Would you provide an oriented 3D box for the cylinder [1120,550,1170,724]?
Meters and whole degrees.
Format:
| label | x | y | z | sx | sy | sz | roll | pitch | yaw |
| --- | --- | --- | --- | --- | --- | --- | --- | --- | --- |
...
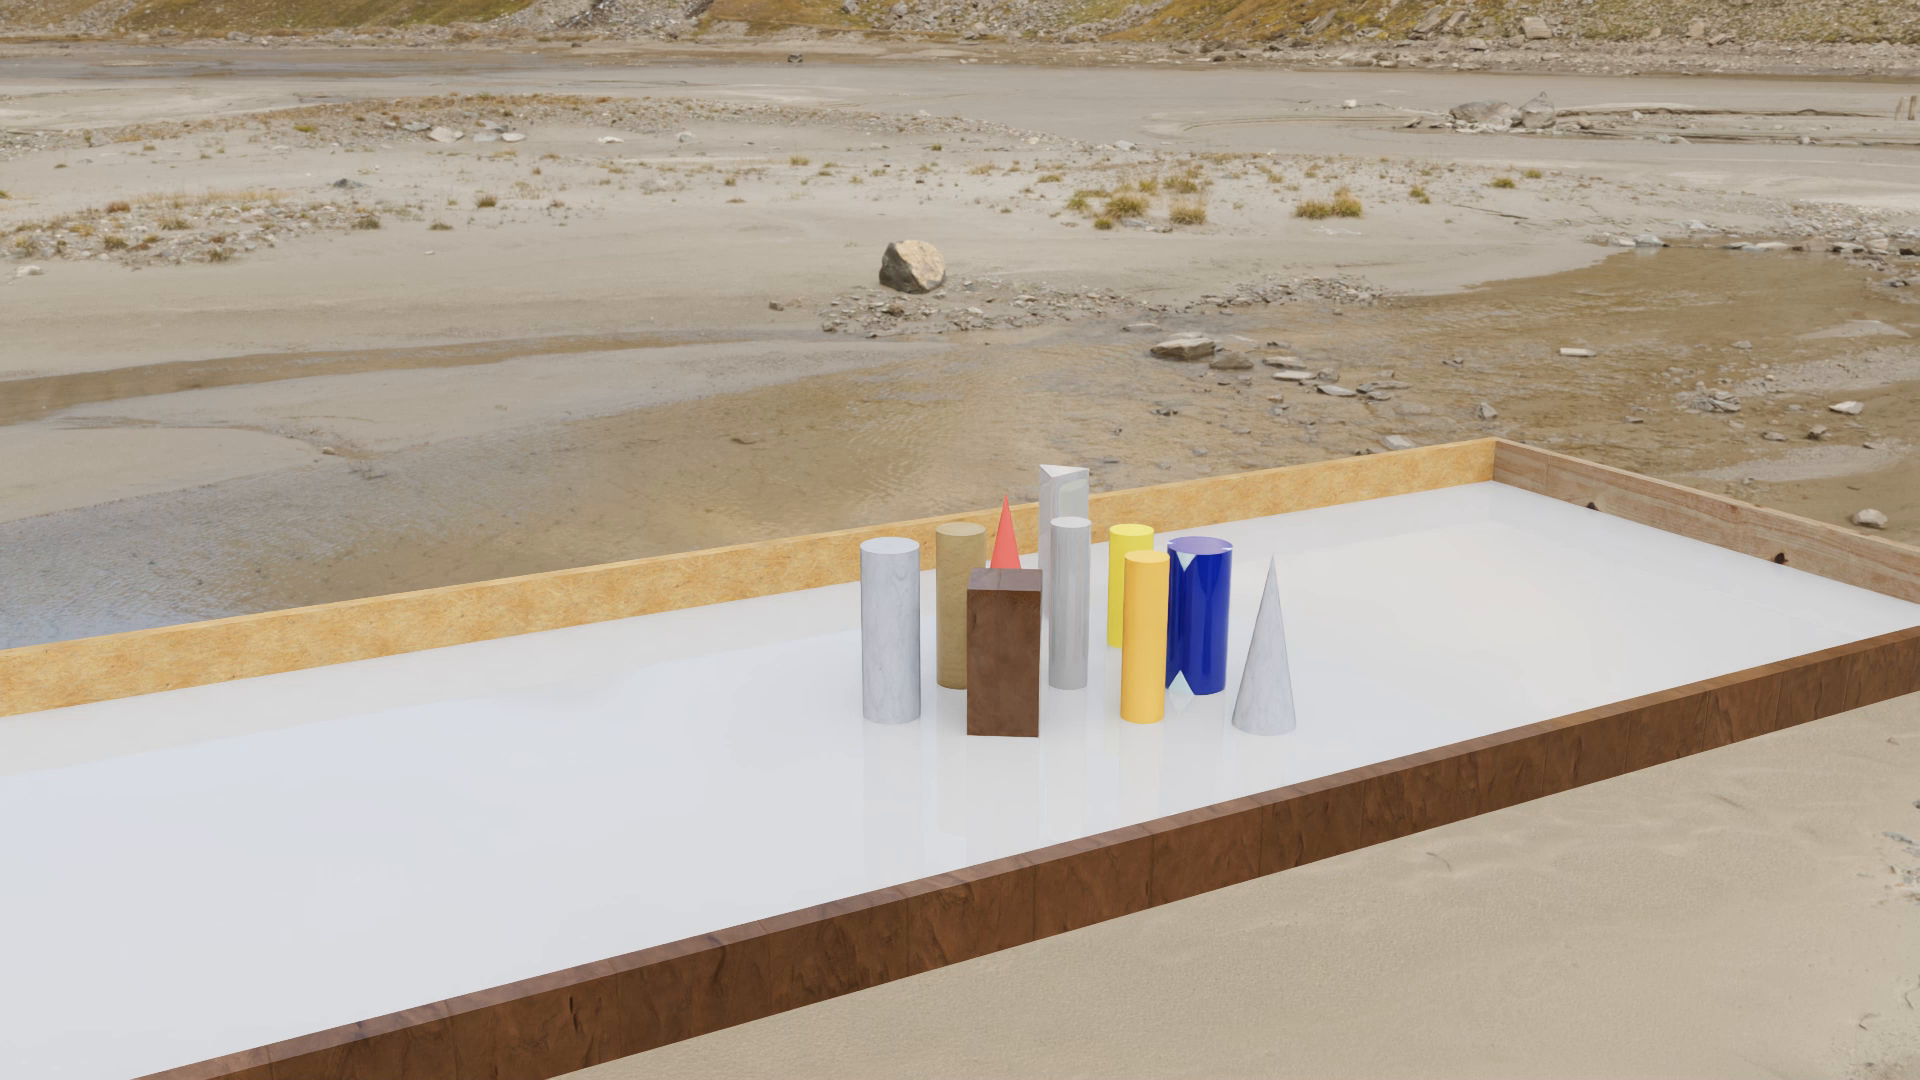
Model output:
| label | x | y | z | sx | sy | sz | roll | pitch | yaw |
| --- | --- | --- | --- | --- | --- | --- | --- | --- | --- |
| cylinder | 0.434 | 0.228 | 3.875 | 0.104 | 0.397 | 0.104 | 0 | 16 | 0 |

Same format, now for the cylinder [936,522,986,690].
| label | x | y | z | sx | sy | sz | roll | pitch | yaw |
| --- | --- | --- | --- | --- | --- | --- | --- | --- | --- |
| cylinder | 0.002 | 0.163 | 4.094 | 0.123 | 0.397 | 0.123 | 0 | 16 | 0 |

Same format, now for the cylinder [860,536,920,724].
| label | x | y | z | sx | sy | sz | roll | pitch | yaw |
| --- | --- | --- | --- | --- | --- | --- | --- | --- | --- |
| cylinder | -0.163 | 0.213 | 3.884 | 0.138 | 0.420 | 0.138 | 0 | 16 | 0 |

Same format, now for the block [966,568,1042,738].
| label | x | y | z | sx | sy | sz | roll | pitch | yaw |
| --- | --- | --- | --- | --- | --- | --- | --- | --- | --- |
| block | 0.105 | 0.260 | 3.839 | 0.165 | 0.355 | 0.165 | 1 | 16 | 4 |

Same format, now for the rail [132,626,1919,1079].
| label | x | y | z | sx | sy | sz | roll | pitch | yaw |
| --- | --- | --- | --- | --- | --- | --- | --- | --- | --- |
| rail | -2.336 | 1.006 | 1.665 | 12.000 | 0.150 | 0.050 | -9 | 18 | -27 |

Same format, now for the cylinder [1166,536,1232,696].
| label | x | y | z | sx | sy | sz | roll | pitch | yaw |
| --- | --- | --- | --- | --- | --- | --- | --- | --- | --- |
| cylinder | 0.586 | 0.186 | 4.081 | 0.160 | 0.361 | 0.160 | 0 | 16 | 0 |

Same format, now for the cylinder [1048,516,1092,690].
| label | x | y | z | sx | sy | sz | roll | pitch | yaw |
| --- | --- | --- | --- | --- | --- | --- | --- | --- | --- |
| cylinder | 0.271 | 0.157 | 4.078 | 0.100 | 0.418 | 0.100 | 0 | 16 | 0 |

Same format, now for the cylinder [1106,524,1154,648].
| label | x | y | z | sx | sy | sz | roll | pitch | yaw |
| --- | --- | --- | --- | --- | --- | --- | --- | --- | --- |
| cylinder | 0.452 | 0.123 | 4.381 | 0.116 | 0.313 | 0.116 | 0 | 16 | 0 |

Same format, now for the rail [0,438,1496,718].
| label | x | y | z | sx | sy | sz | roll | pitch | yaw |
| --- | --- | --- | --- | --- | --- | --- | --- | --- | --- |
| rail | -3.305 | 0.497 | 3.399 | 12.000 | 0.150 | 0.050 | -9 | 18 | -27 |

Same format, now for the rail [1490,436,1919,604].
| label | x | y | z | sx | sy | sz | roll | pitch | yaw |
| --- | --- | --- | --- | --- | --- | --- | --- | --- | --- |
| rail | 2.466 | -0.048 | 5.253 | 0.050 | 0.150 | 2.100 | -9 | 18 | -27 |

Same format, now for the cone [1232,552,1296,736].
| label | x | y | z | sx | sy | sz | roll | pitch | yaw |
| --- | --- | --- | --- | --- | --- | --- | --- | --- | --- |
| cone | 0.715 | 0.229 | 3.826 | 0.151 | 0.422 | 0.151 | 0 | 16 | 0 |

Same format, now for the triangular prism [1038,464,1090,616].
| label | x | y | z | sx | sy | sz | roll | pitch | yaw |
| --- | --- | --- | --- | --- | --- | --- | --- | --- | --- |
| triangular prism | 0.264 | 0.001 | 4.619 | 0.141 | 0.414 | 0.122 | -14 | 21 | -39 |

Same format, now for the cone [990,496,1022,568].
| label | x | y | z | sx | sy | sz | roll | pitch | yaw |
| --- | --- | --- | --- | --- | --- | --- | --- | --- | --- |
| cone | 0.120 | 0.078 | 4.338 | 0.170 | 0.424 | 0.170 | 0 | 16 | 0 |
